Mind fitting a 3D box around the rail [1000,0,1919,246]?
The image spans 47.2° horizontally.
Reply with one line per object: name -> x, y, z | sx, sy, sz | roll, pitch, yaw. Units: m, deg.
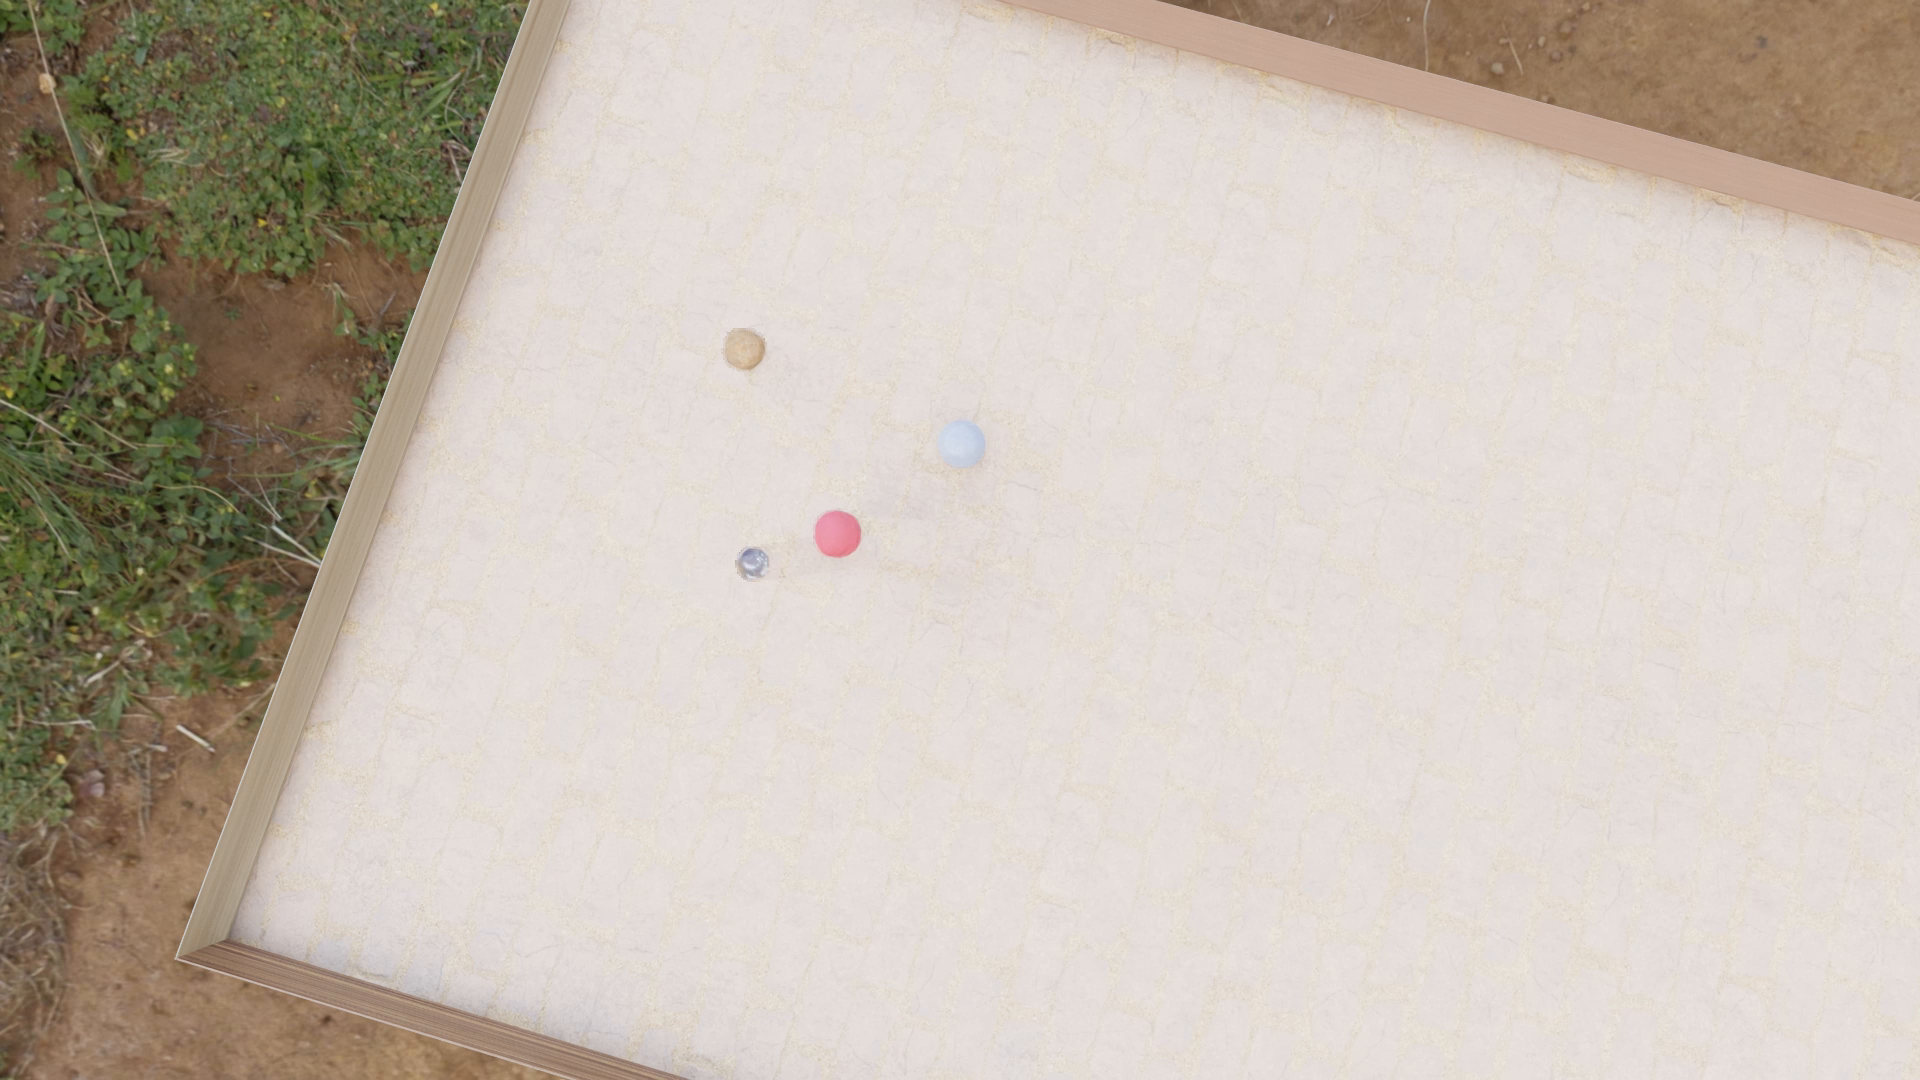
rail -> 1.108, -0.592, 3.462 | 3.576, 0.098, 0.045 | 16, 77, 4

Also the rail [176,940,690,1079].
rail -> 0.609, 1.070, 3.051 | 3.576, 0.098, 0.045 | 16, 77, 4

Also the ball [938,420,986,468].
ball -> 0.003, -0.147, 3.365 | 0.075, 0.075, 0.075 | 0, 76, 0

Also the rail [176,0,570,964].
rail -> -0.836, -0.241, 3.375 | 0.045, 0.098, 1.831 | 16, 77, 4

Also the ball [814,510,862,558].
ball -> -0.185, -0.009, 3.332 | 0.072, 0.072, 0.072 | 0, 76, 0

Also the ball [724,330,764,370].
ball -> -0.334, -0.295, 3.408 | 0.063, 0.063, 0.063 | 0, 76, 0

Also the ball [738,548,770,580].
ball -> -0.312, 0.036, 3.333 | 0.049, 0.049, 0.049 | 0, 76, 0
